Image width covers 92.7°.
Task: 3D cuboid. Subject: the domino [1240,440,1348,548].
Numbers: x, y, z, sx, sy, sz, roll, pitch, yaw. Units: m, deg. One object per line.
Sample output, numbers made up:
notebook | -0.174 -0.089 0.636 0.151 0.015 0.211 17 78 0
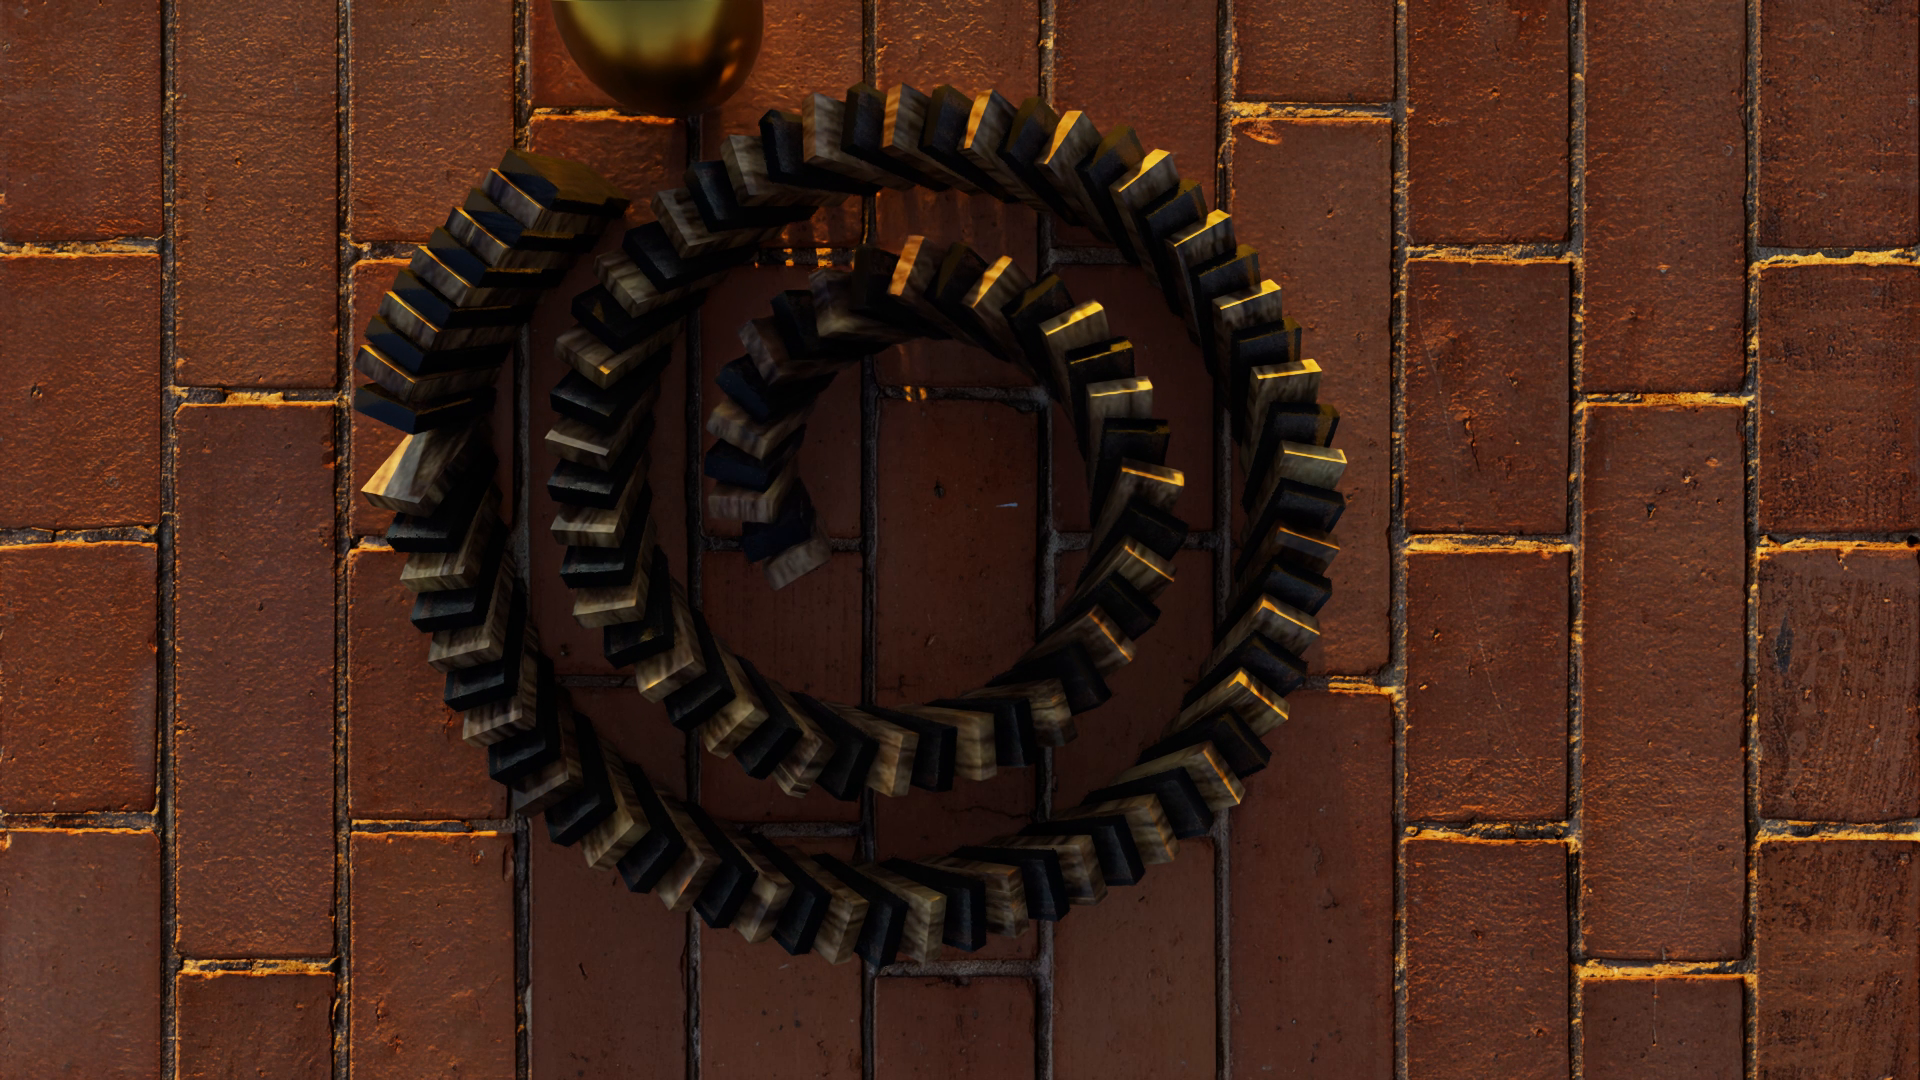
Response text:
domino | 0.137 -0.016 0.380 0.025 0.009 0.050 10 129 -1

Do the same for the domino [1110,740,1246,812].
domino | 0.089 0.103 0.380 0.050 0.010 0.025 -34 91 40

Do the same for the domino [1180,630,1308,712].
domino | 0.117 0.062 0.381 0.025 0.010 0.050 33 129 0

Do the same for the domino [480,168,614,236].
domino | -0.167 -0.137 0.375 0.025 0.050 0.010 38 110 0

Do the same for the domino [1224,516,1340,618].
domino | 0.133 0.015 0.381 0.025 0.010 0.050 18 129 0

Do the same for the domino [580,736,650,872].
domino | -0.149 0.109 0.381 0.025 0.010 0.050 -45 51 0

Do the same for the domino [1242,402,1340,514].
domino | 0.136 -0.033 0.380 0.025 0.010 0.050 3 130 0

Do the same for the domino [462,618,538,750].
domino | -0.190 0.059 0.381 0.025 0.009 0.050 -20 51 0

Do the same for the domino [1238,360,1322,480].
domino | 0.132 -0.049 0.380 0.025 0.009 0.050 -7 130 0

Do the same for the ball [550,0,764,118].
ball | -0.118 -0.210 0.360 0.080 0.080 0.080 0 90 0

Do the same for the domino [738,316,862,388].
domino | -0.065 -0.080 0.377 0.010 0.050 0.025 -29 90 38

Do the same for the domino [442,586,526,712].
domino | -0.197 0.044 0.381 0.025 0.010 0.050 -17 51 0

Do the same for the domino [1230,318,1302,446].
domino | 0.127 -0.065 0.381 0.025 0.010 0.050 -14 129 0

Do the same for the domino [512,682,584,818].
domino | -0.173 0.086 0.380 0.025 0.009 0.050 -30 51 0

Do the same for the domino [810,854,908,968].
domino | -0.045 0.153 0.380 0.050 0.009 0.025 14 91 39

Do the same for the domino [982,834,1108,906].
domino | 0.035 0.137 0.381 0.050 0.010 0.025 -16 90 39

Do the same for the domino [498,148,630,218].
domino | -0.160 -0.145 0.375 0.025 0.050 0.009 38 110 0

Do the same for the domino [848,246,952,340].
domino | -0.022 -0.101 0.379 0.009 0.050 0.025 6 90 43

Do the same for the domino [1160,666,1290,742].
domino | 0.109 0.076 0.381 0.025 0.010 0.050 38 129 0

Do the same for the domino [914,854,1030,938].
domino | 0.004 0.147 0.381 0.050 0.010 0.025 -8 90 39

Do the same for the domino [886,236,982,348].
domino | -0.006 -0.102 0.379 0.009 0.050 0.025 22 90 44

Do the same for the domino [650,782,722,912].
domino | -0.121 0.127 0.381 0.050 0.010 0.025 34 90 39

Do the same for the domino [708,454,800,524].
domino | -0.083 -0.023 0.376 0.025 0.050 0.009 5 117 0

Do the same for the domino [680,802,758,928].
domino | -0.107 0.134 0.381 0.050 0.009 0.025 30 90 39

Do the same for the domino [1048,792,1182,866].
domino | 0.063 0.122 0.380 0.050 0.009 0.025 -24 91 39

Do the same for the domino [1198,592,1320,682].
domino | 0.123 0.046 0.381 0.025 0.010 0.050 27 129 0

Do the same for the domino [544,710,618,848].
domino | -0.161 0.098 0.380 0.025 0.010 0.050 -38 50 0

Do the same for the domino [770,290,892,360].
domino | -0.052 -0.089 0.378 0.009 0.050 0.025 -19 90 40

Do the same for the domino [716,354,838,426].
domino | -0.074 -0.067 0.377 0.025 0.050 0.010 43 126 0

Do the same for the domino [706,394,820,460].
domino | -0.080 -0.053 0.377 0.025 0.050 0.010 29 124 0

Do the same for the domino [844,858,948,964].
domino | -0.029 0.153 0.380 0.050 0.009 0.025 6 90 40

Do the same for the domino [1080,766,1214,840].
domino | 0.077 0.113 0.380 0.050 0.009 0.025 -30 91 39

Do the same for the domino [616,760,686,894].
domino | -0.135 0.118 0.381 0.025 0.009 0.050 -51 51 0

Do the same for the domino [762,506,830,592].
domino | -0.067 0.002 0.375 0.025 0.050 0.009 -31 109 0

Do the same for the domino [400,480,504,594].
domino | -0.210 -0.002 0.381 0.025 0.009 0.050 -6 51 0

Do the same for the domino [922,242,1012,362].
domino | 0.009 -0.097 0.379 0.050 0.010 0.025 29 90 -45

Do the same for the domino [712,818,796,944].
domino | -0.092 0.141 0.381 0.050 0.010 0.025 27 90 39

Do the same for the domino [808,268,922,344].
domino | -0.038 -0.096 0.378 0.009 0.050 0.025 -9 90 42

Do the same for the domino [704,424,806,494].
domino | -0.083 -0.038 0.376 0.025 0.050 0.009 17 120 0

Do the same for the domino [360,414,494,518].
domino | -0.219 -0.033 0.380 0.025 0.010 0.050 12 53 6

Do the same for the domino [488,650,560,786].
domino | -0.182 0.073 0.381 0.025 0.010 0.050 -27 51 0

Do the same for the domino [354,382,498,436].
domino | -0.217 -0.058 0.375 0.025 0.050 0.009 24 111 0

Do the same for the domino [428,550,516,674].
domino | -0.202 0.029 0.381 0.025 0.010 0.050 -14 51 0

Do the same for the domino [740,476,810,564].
domino | -0.075 -0.009 0.375 0.025 0.050 0.010 -23 114 0

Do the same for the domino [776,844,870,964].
domino | -0.061 0.150 0.380 0.050 0.010 0.025 19 91 39

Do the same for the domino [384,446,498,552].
domino | -0.214 -0.018 0.380 0.025 0.010 0.050 1 52 2

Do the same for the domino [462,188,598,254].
domino | -0.174 -0.130 0.375 0.025 0.050 0.010 38 110 0

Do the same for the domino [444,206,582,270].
domino | -0.181 -0.123 0.375 0.025 0.050 0.010 38 110 0

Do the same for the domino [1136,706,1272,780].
domino | 0.100 0.091 0.380 0.025 0.009 0.050 49 130 0

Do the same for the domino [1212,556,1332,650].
domino | 0.129 0.031 0.381 0.025 0.009 0.050 24 129 0

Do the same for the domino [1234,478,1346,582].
domino | 0.136 0.000 0.380 0.025 0.009 0.050 14 129 -1

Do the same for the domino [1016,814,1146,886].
domino | 0.049 0.130 0.381 0.050 0.009 0.025 -21 90 39

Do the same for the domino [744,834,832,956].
domino | -0.077 0.146 0.381 0.050 0.010 0.025 23 90 39

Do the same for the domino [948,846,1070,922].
domino | 0.020 0.142 0.381 0.050 0.010 0.025 -13 90 39

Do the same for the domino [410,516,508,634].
domino | -0.207 0.013 0.381 0.025 0.010 0.050 -8 51 0

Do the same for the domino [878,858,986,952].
domino | -0.012 0.151 0.381 0.050 0.009 0.025 -2 90 39
